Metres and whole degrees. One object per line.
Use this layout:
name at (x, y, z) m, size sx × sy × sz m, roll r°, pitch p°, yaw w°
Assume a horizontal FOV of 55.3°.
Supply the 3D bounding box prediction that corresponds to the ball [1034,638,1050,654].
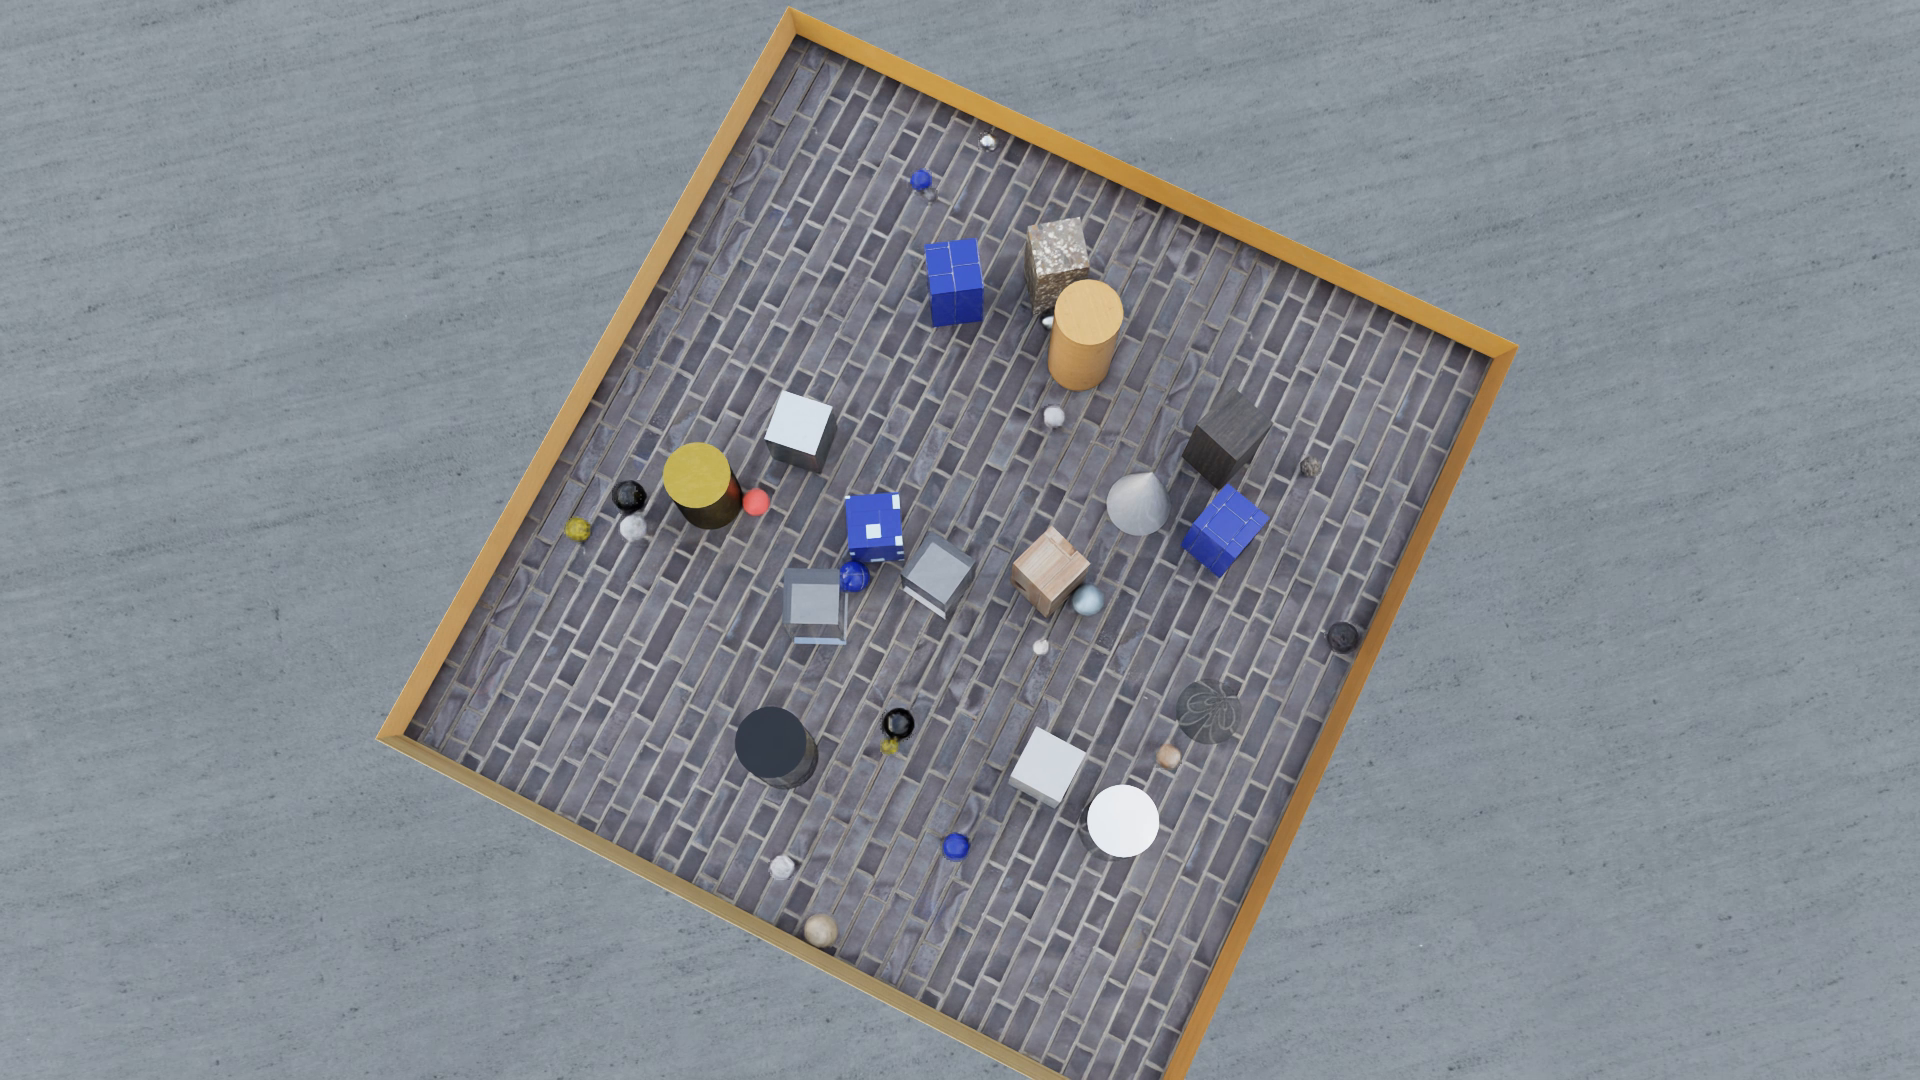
ball at (0.246, 0.321, 5.526) m, size 0.048 × 0.048 × 0.048 m, roll 0°, pitch 78°, yaw 0°

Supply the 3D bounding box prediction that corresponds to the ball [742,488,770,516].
ball at (-0.622, -0.117, 5.599) m, size 0.083 × 0.083 × 0.083 m, roll 0°, pitch 78°, yaw 0°

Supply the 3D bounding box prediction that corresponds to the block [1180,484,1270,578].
block at (0.786, -0.024, 5.458) m, size 0.158 × 0.321 × 0.158 m, roll 40°, pitch 81°, yaw 8°

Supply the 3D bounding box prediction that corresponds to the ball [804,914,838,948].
ball at (-0.406, 1.136, 5.331) m, size 0.099 × 0.099 × 0.099 m, roll 0°, pitch 78°, yaw 0°

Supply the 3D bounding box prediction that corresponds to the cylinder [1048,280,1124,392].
cylinder at (0.371, -0.608, 5.503) m, size 0.197 × 0.470 × 0.197 m, roll 0°, pitch 78°, yaw 0°

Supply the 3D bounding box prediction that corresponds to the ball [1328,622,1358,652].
ball at (1.151, 0.291, 5.510) m, size 0.091 × 0.091 × 0.091 m, roll 0°, pitch 78°, yaw 0°

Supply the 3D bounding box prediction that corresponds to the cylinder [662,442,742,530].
cylinder at (-0.768, -0.159, 5.495) m, size 0.197 × 0.303 × 0.197 m, roll 0°, pitch 78°, yaw 0°

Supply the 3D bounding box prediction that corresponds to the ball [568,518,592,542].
ball at (-1.161, -0.031, 5.586) m, size 0.071 × 0.071 × 0.071 m, roll 0°, pitch 78°, yaw 0°

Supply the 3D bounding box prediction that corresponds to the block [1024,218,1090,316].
block at (0.292, -0.833, 5.603) m, size 0.158 × 0.364 × 0.158 m, roll -10°, pitch 78°, yaw -2°

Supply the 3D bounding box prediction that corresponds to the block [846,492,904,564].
block at (-0.254, -0.034, 5.503) m, size 0.158 × 0.237 × 0.158 m, roll -4°, pitch 78°, yaw -1°

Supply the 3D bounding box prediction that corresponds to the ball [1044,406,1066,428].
ball at (0.291, -0.380, 5.661) m, size 0.067 × 0.067 × 0.067 m, roll 0°, pitch 78°, yaw 0°

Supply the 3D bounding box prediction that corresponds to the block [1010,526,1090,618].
block at (0.264, 0.099, 5.436) m, size 0.158 × 0.313 × 0.158 m, roll -44°, pitch 82°, yaw -8°

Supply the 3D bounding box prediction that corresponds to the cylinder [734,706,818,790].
cylinder at (-0.522, 0.602, 5.265) m, size 0.197 × 0.444 × 0.197 m, roll 0°, pitch 78°, yaw 0°

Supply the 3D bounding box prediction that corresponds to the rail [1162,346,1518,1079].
rail at (1.109, 0.550, 5.436) m, size 0.045 × 0.128 × 2.609 m, roll 26°, pitch 80°, yaw 5°

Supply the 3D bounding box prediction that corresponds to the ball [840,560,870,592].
ball at (-0.320, 0.110, 5.545) m, size 0.096 × 0.096 × 0.096 m, roll 0°, pitch 78°, yaw 0°

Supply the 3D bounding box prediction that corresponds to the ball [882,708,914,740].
ball at (-0.183, 0.548, 5.455) m, size 0.094 × 0.094 × 0.094 m, roll 0°, pitch 78°, yaw 0°

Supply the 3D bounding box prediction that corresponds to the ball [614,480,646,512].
ball at (-1.007, -0.132, 5.594) m, size 0.097 × 0.097 × 0.097 m, roll 0°, pitch 78°, yaw 0°

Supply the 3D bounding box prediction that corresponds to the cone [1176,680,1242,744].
cone at (0.748, 0.482, 5.343) m, size 0.197 × 0.341 × 0.197 m, roll 0°, pitch 78°, yaw 0°

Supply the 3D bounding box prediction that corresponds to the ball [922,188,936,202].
ball at (-0.096, -1.094, 5.821) m, size 0.043 × 0.043 × 0.043 m, roll 0°, pitch 78°, yaw 0°

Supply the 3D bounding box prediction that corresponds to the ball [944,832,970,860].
ball at (-0.011, 0.900, 5.391) m, size 0.078 × 0.078 × 0.078 m, roll 0°, pitch 78°, yaw 0°

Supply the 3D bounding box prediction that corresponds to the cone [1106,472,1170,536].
cone at (0.550, -0.152, 5.436) m, size 0.197 × 0.415 × 0.197 m, roll 0°, pitch 78°, yaw 0°

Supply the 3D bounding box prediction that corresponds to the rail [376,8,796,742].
rail at (-1.109, -0.536, 5.661) m, size 0.045 × 0.128 × 2.609 m, roll 26°, pitch 80°, yaw 5°

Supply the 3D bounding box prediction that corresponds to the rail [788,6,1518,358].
rail at (0.573, -1.115, 5.781) m, size 2.527 × 0.128 × 0.045 m, roll 26°, pitch 80°, yaw 5°

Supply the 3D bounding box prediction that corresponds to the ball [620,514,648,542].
ball at (-0.994, -0.037, 5.583) m, size 0.081 × 0.081 × 0.081 m, roll 0°, pitch 78°, yaw 0°

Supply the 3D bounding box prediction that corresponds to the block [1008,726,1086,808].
block at (0.249, 0.664, 5.321) m, size 0.158 × 0.309 × 0.158 m, roll 28°, pitch 80°, yaw 5°

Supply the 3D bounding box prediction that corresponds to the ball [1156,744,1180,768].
ball at (0.618, 0.643, 5.446) m, size 0.074 × 0.074 × 0.074 m, roll 0°, pitch 78°, yaw 0°

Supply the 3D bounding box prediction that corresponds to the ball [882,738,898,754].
ball at (-0.207, 0.613, 5.465) m, size 0.048 × 0.048 × 0.048 m, roll 0°, pitch 78°, yaw 0°

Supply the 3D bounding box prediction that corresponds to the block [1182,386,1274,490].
block at (0.796, -0.299, 5.486) m, size 0.158 × 0.376 × 0.158 m, roll 44°, pitch 82°, yaw 8°

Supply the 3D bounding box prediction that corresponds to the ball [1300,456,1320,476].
ball at (1.076, -0.227, 5.633) m, size 0.060 × 0.060 × 0.060 m, roll 0°, pitch 78°, yaw 0°

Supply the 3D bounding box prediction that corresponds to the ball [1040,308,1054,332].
ball at (0.287, -0.688, 5.723) m, size 0.071 × 0.071 × 0.071 m, roll 0°, pitch 78°, yaw 0°

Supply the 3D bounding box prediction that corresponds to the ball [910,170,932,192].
ball at (-0.124, -1.141, 5.819) m, size 0.065 × 0.065 × 0.065 m, roll 0°, pitch 78°, yaw 0°

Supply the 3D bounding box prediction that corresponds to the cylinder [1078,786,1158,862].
cylinder at (0.450, 0.814, 5.246) m, size 0.197 × 0.396 × 0.197 m, roll 0°, pitch 78°, yaw 0°

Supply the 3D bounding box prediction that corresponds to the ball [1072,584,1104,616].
ball at (0.386, 0.180, 5.529) m, size 0.098 × 0.098 × 0.098 m, roll 0°, pitch 78°, yaw 0°

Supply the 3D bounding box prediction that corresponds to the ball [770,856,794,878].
ball at (-0.521, 0.960, 5.384) m, size 0.067 × 0.067 × 0.067 m, roll 0°, pitch 78°, yaw 0°

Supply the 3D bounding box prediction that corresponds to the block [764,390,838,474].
block at (-0.480, -0.324, 5.559) m, size 0.158 × 0.243 × 0.158 m, roll 18°, pitch 79°, yaw 4°

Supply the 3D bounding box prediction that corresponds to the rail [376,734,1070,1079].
rail at (-0.573, 1.129, 5.316) m, size 2.527 × 0.128 × 0.045 m, roll 26°, pitch 80°, yaw 5°

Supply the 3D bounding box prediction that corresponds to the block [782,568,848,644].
block at (-0.421, 0.199, 5.376) m, size 0.158 × 0.390 × 0.158 m, roll 1°, pitch 78°, yaw 0°

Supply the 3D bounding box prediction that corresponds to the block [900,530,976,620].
block at (-0.063, 0.106, 5.454) m, size 0.158 × 0.275 × 0.158 m, roll 34°, pitch 80°, yaw 7°

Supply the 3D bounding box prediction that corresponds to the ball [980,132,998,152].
ball at (0.092, -1.271, 5.850) m, size 0.058 × 0.058 × 0.058 m, roll 0°, pitch 78°, yaw 0°

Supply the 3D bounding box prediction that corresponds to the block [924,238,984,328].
block at (-0.017, -0.786, 5.621) m, size 0.158 × 0.310 × 0.158 m, roll -8°, pitch 78°, yaw -2°
